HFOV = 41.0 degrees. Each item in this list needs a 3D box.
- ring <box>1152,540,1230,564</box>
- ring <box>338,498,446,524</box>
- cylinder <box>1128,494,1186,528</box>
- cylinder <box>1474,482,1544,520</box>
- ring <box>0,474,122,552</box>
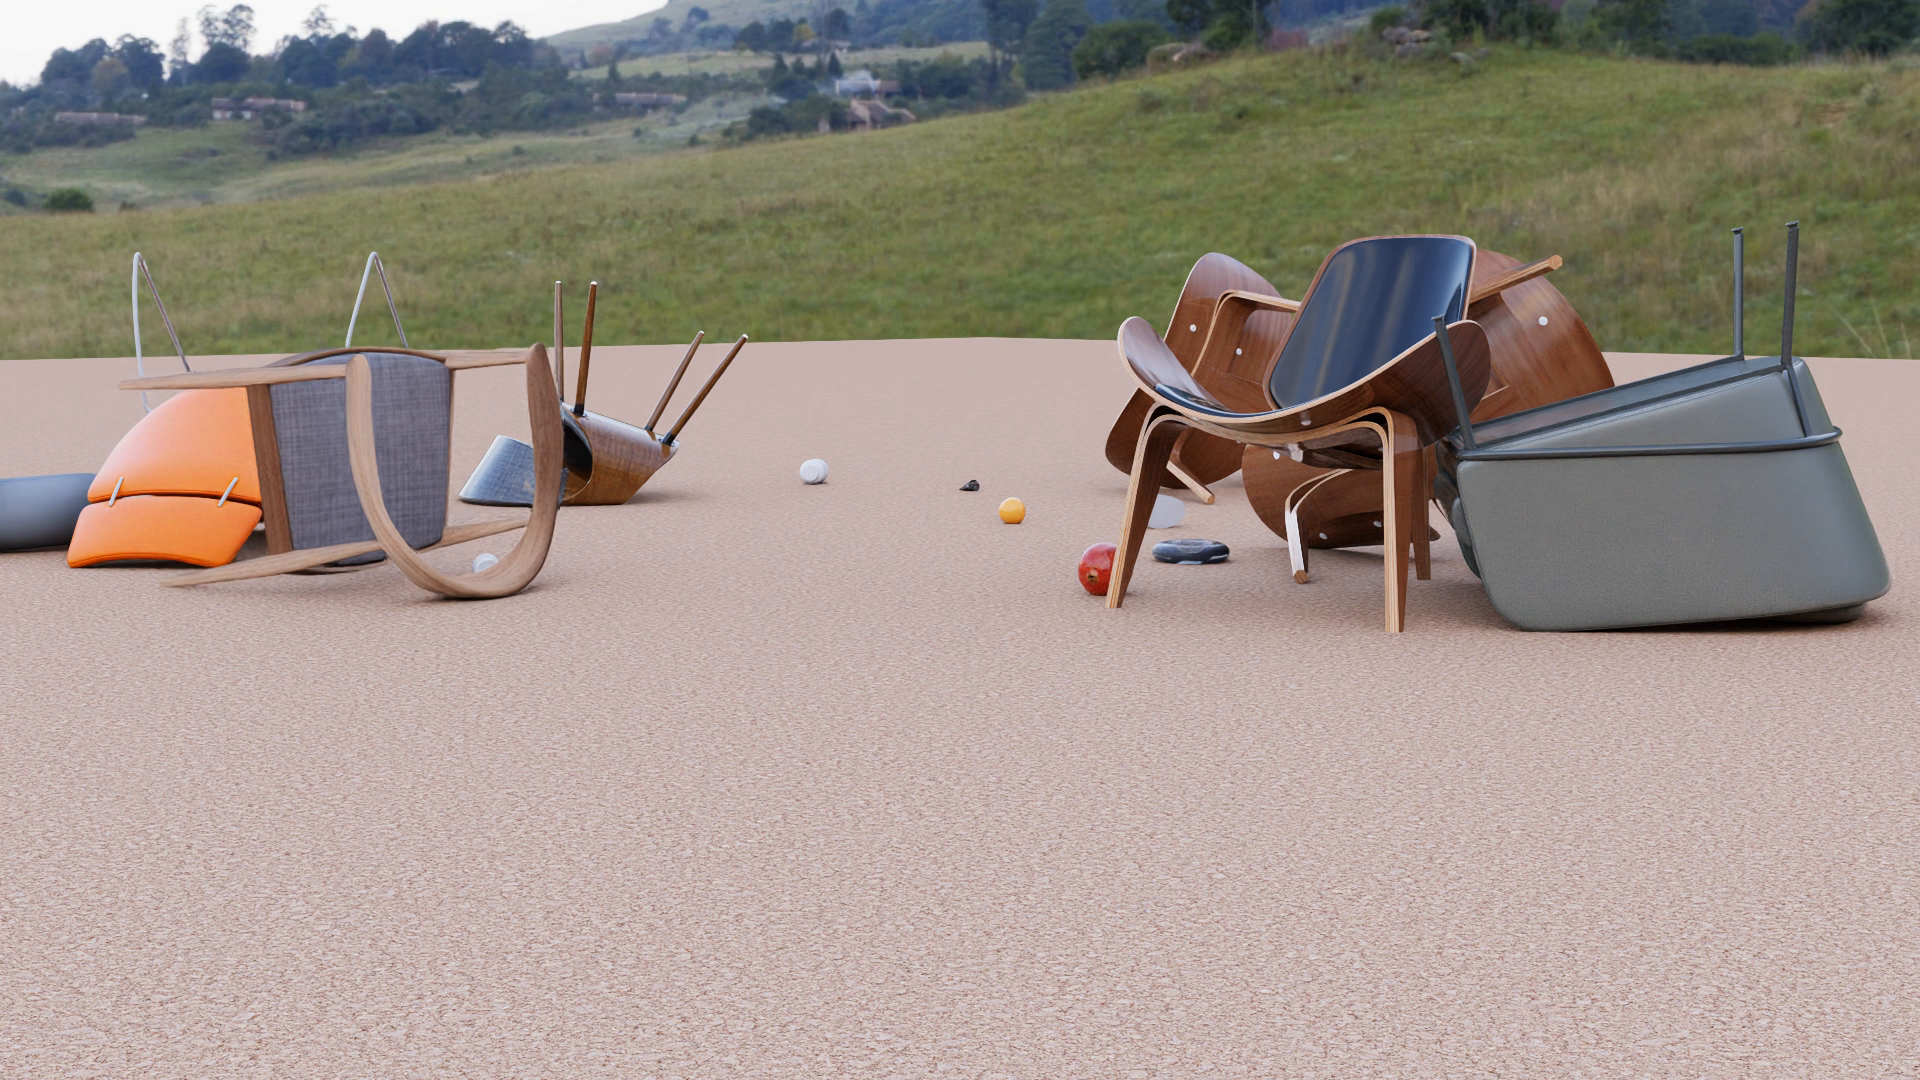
[{"bbox_3d":[0.534,0.027,5.940,0.180,0.043,0.182,-6,9,-41],"label":"ring"},{"bbox_3d":[-1.536,-0.079,6.952,0.168,0.048,0.387,2,7,31],"label":"ring"},{"bbox_3d":[0.515,-0.076,6.734,0.133,0.086,0.078,-6,7,-18],"label":"cylinder"},{"bbox_3d":[1.499,-0.108,6.996,0.186,0.094,0.148,1,6,6],"label":"cylinder"},{"bbox_3d":[-2.292,-0.066,6.251,0.484,0.165,0.405,-6,5,-22],"label":"ring"}]
